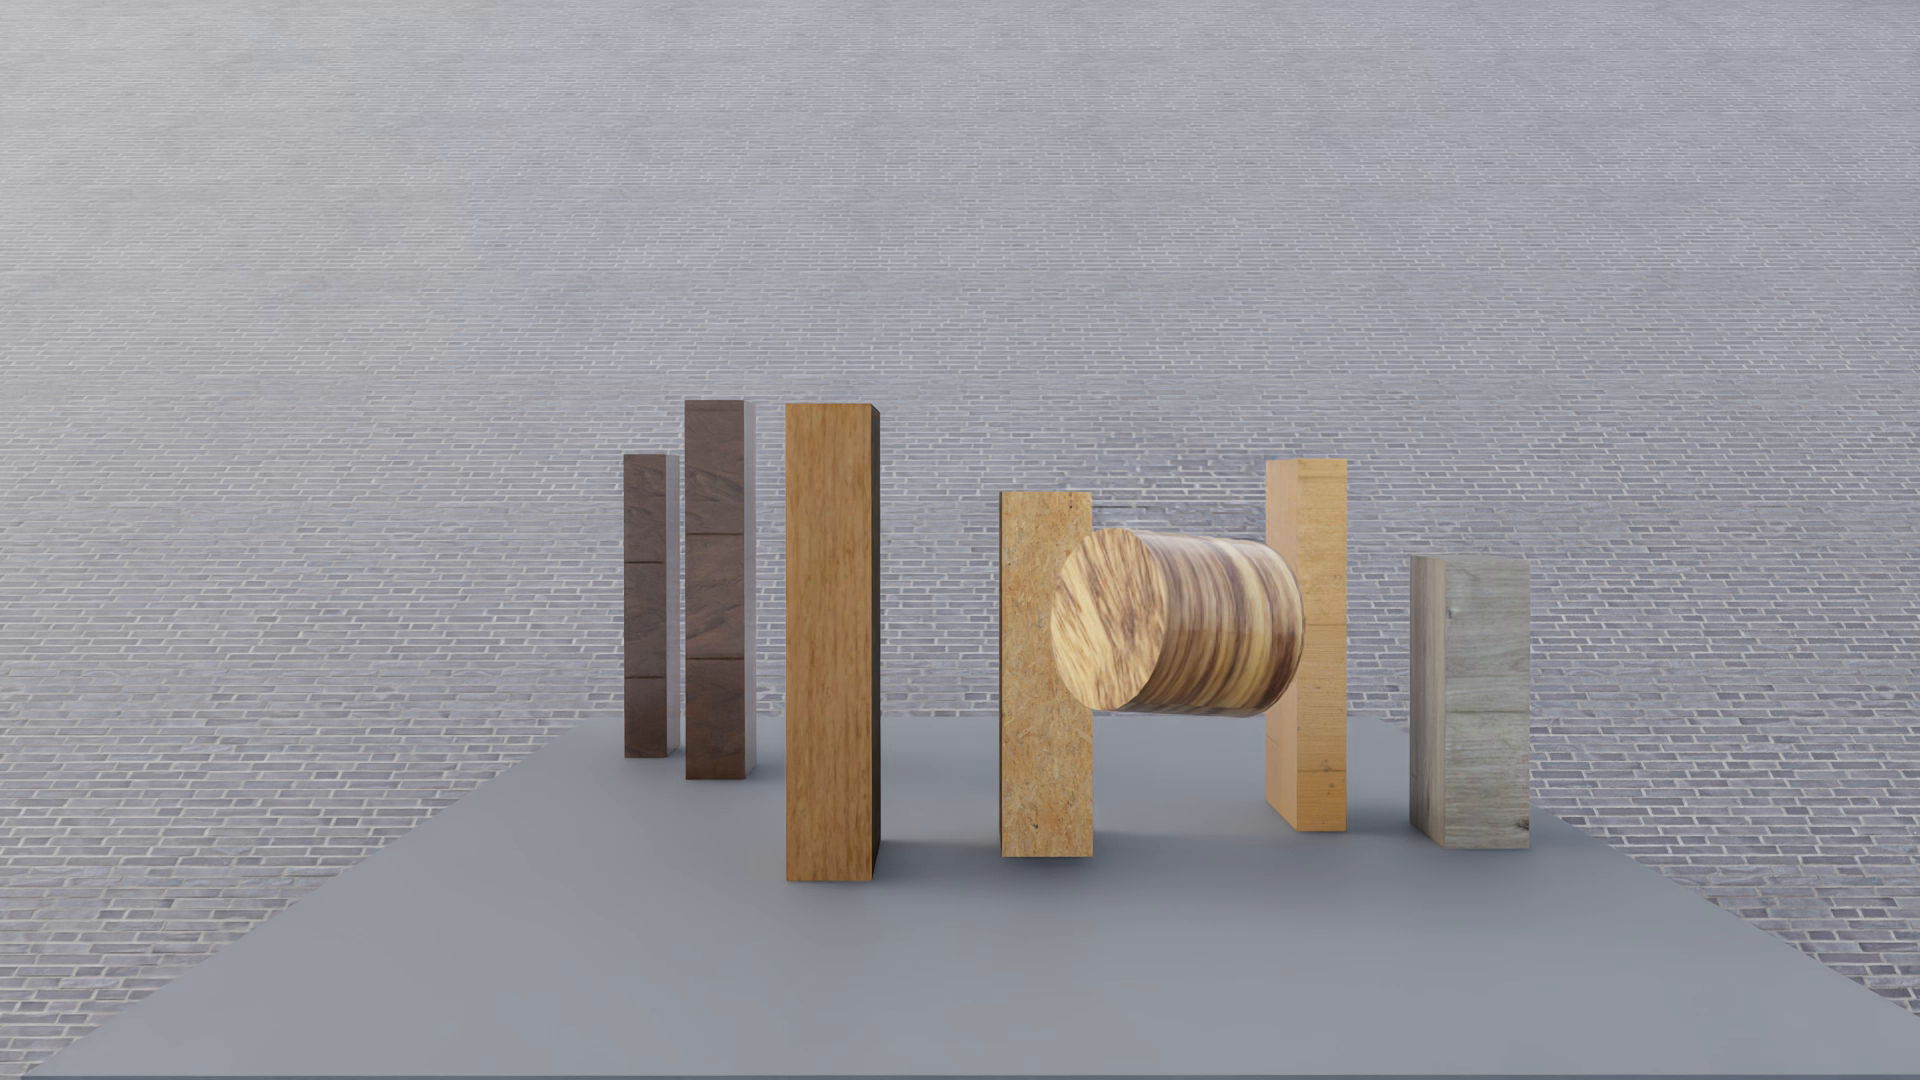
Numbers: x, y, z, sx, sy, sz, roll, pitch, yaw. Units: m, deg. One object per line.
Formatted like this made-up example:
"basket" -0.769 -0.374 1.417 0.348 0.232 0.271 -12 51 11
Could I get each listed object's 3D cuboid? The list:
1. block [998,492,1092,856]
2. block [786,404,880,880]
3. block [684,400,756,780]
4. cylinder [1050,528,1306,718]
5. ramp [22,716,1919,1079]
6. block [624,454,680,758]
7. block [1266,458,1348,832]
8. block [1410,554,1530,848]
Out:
"block" 0.138 0.210 4.244 0.143 0.579 0.311 0 1 0
"block" -0.196 0.148 4.062 0.127 0.711 0.447 0 1 0
"block" -0.491 0.097 5.318 0.119 0.761 0.300 0 1 0
"cylinder" 0.214 0.083 2.540 0.177 0.177 0.177 5 20 -35
"ramp" 0.060 0.543 4.579 2.000 0.100 4.000 0 1 0
"block" -0.681 0.140 5.720 0.092 0.657 0.271 0 1 0
"block" 0.615 0.174 4.613 0.084 0.635 0.444 0 1 0
"block" 0.854 0.263 4.345 0.137 0.468 0.328 0 1 0
